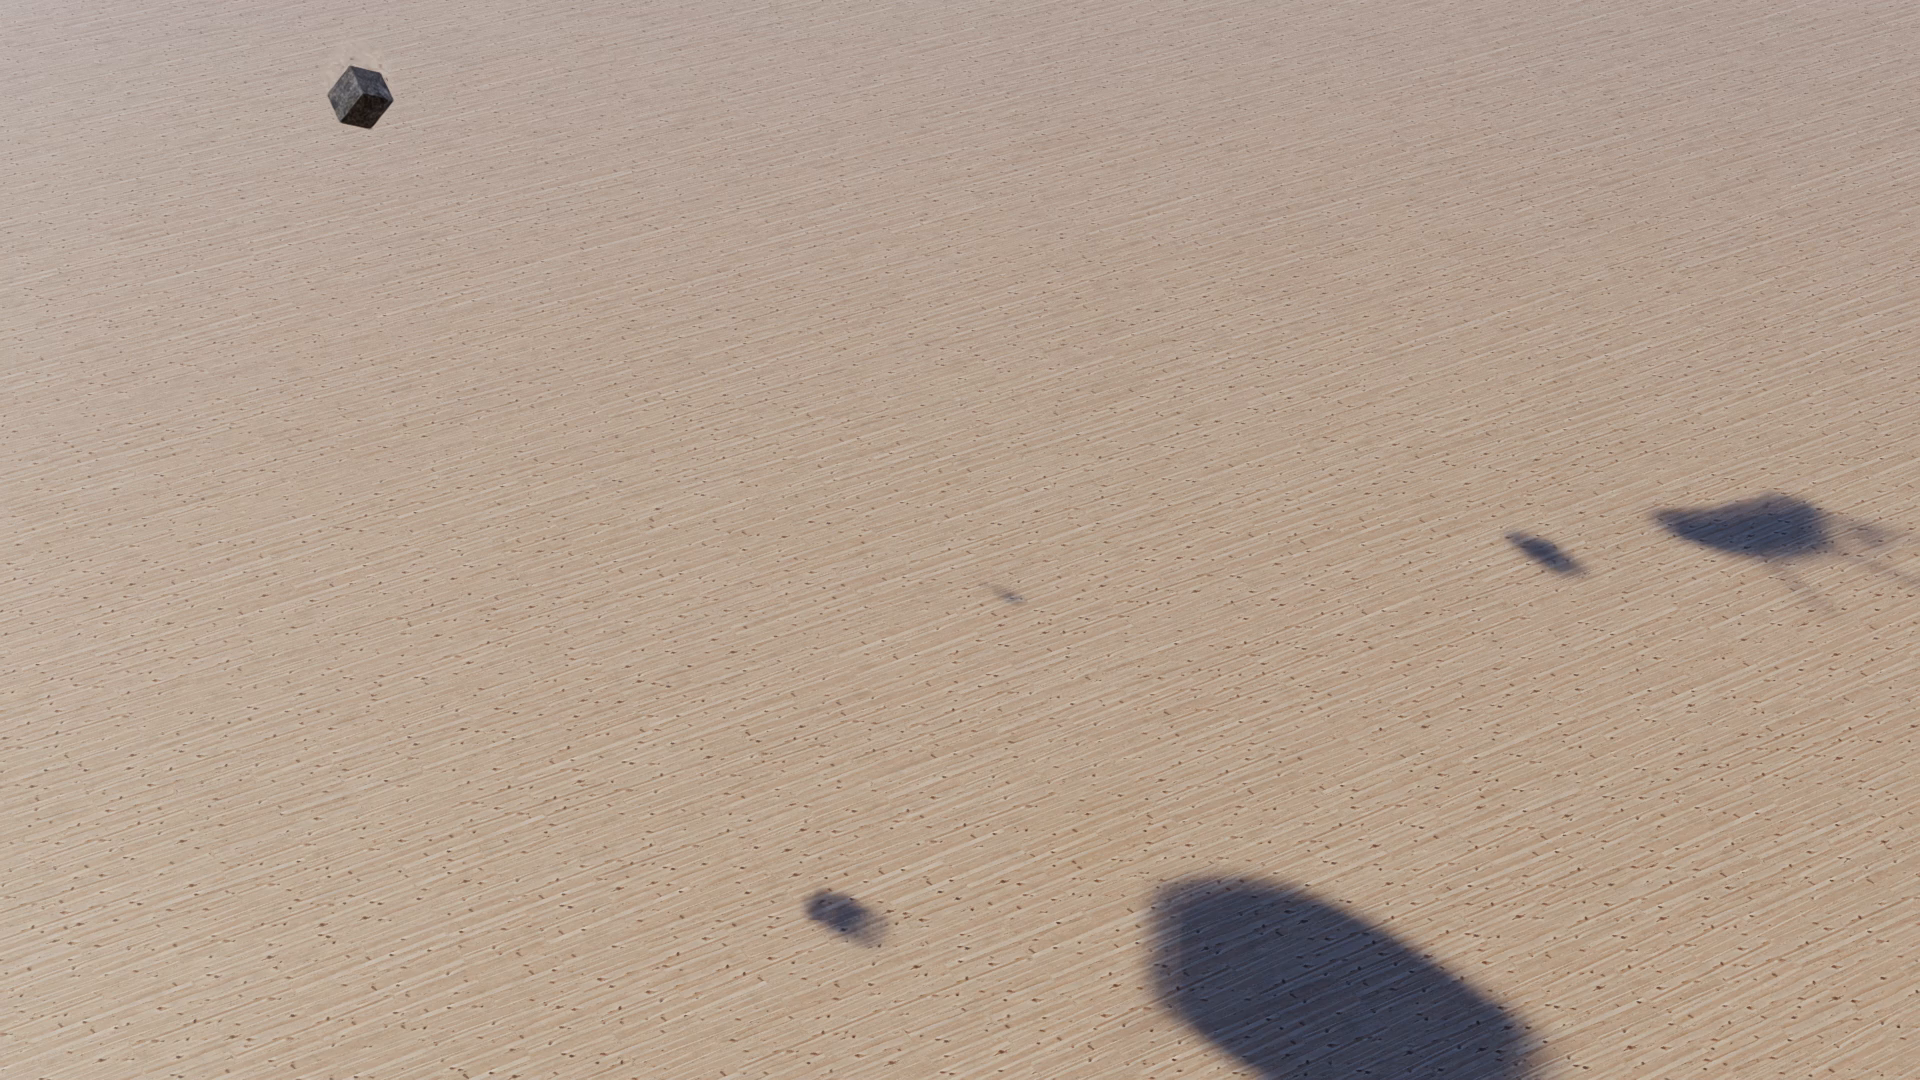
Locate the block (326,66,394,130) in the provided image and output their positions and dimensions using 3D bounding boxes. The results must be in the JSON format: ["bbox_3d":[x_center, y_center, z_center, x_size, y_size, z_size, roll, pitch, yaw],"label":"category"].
[{"bbox_3d":[-1.886,-1.392,9.221,0.122,0.135,0.121,6,48,-50],"label":"block"}]
